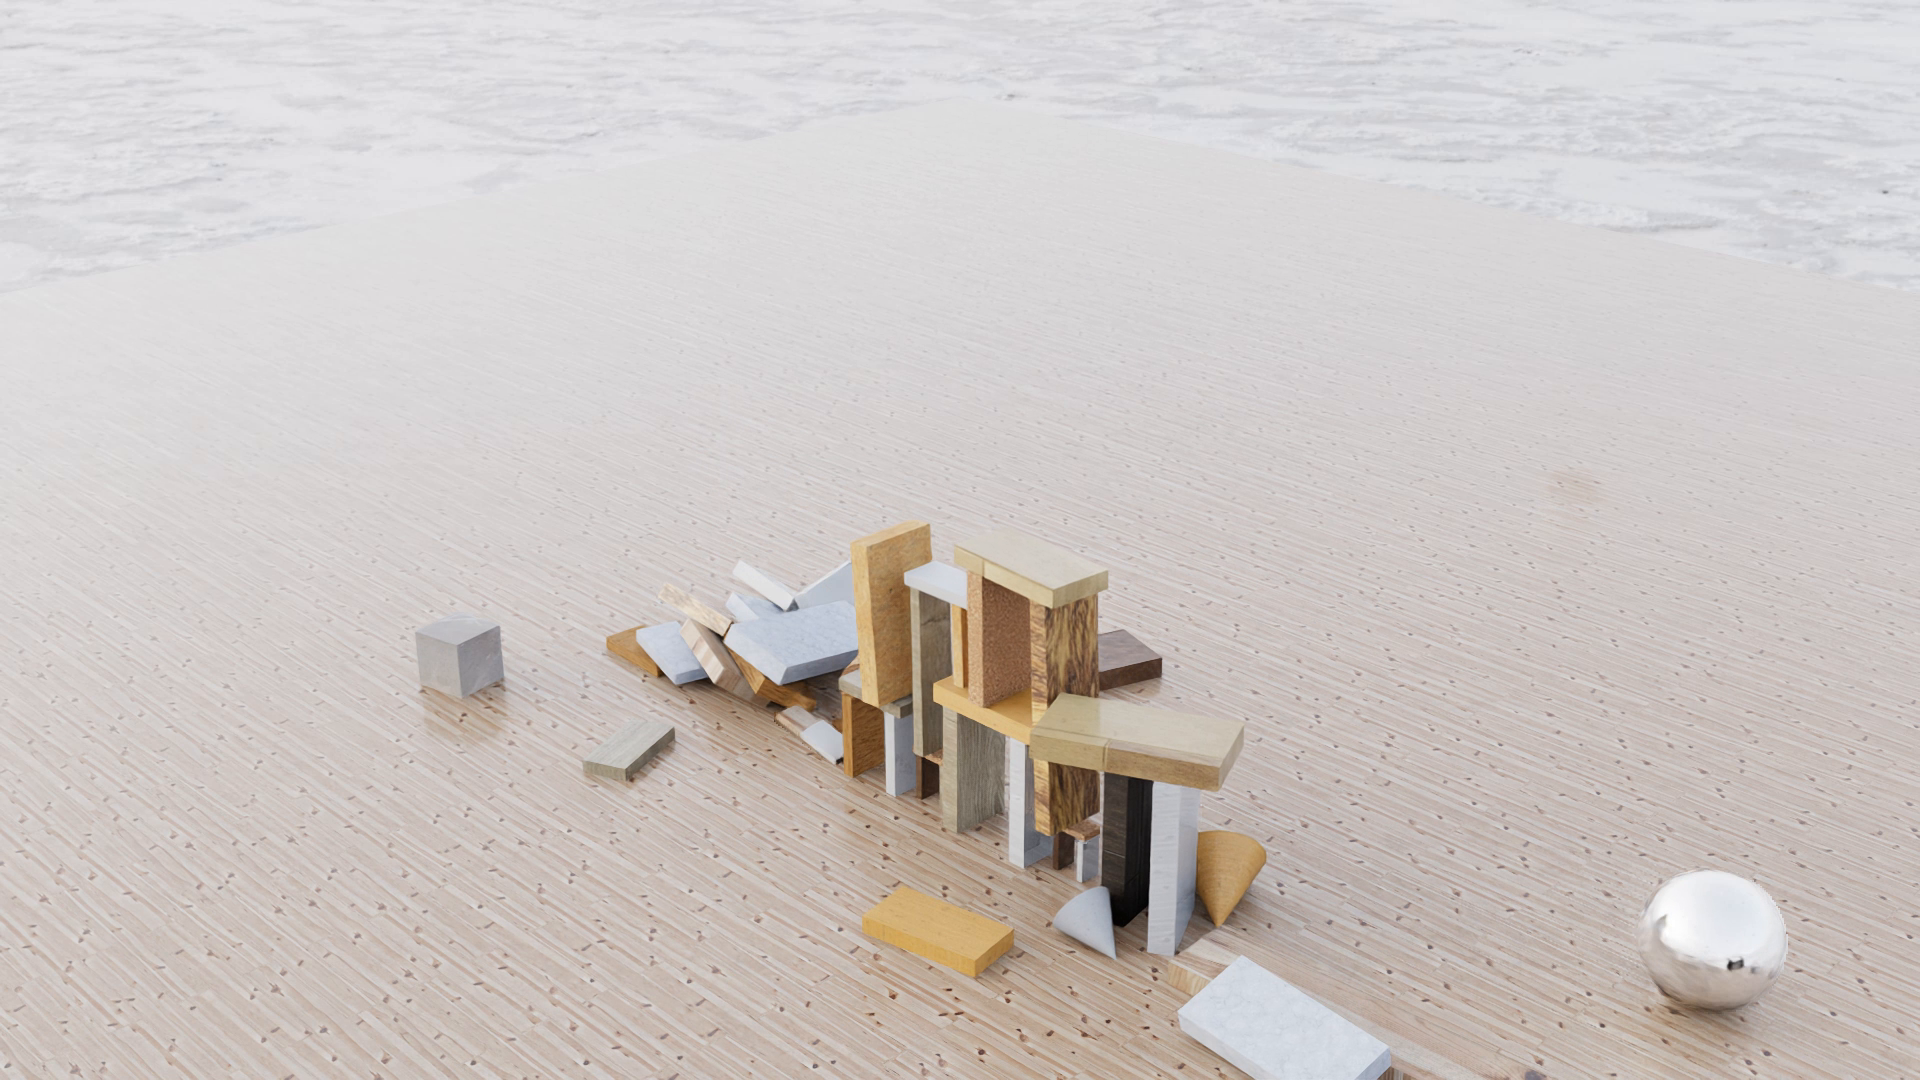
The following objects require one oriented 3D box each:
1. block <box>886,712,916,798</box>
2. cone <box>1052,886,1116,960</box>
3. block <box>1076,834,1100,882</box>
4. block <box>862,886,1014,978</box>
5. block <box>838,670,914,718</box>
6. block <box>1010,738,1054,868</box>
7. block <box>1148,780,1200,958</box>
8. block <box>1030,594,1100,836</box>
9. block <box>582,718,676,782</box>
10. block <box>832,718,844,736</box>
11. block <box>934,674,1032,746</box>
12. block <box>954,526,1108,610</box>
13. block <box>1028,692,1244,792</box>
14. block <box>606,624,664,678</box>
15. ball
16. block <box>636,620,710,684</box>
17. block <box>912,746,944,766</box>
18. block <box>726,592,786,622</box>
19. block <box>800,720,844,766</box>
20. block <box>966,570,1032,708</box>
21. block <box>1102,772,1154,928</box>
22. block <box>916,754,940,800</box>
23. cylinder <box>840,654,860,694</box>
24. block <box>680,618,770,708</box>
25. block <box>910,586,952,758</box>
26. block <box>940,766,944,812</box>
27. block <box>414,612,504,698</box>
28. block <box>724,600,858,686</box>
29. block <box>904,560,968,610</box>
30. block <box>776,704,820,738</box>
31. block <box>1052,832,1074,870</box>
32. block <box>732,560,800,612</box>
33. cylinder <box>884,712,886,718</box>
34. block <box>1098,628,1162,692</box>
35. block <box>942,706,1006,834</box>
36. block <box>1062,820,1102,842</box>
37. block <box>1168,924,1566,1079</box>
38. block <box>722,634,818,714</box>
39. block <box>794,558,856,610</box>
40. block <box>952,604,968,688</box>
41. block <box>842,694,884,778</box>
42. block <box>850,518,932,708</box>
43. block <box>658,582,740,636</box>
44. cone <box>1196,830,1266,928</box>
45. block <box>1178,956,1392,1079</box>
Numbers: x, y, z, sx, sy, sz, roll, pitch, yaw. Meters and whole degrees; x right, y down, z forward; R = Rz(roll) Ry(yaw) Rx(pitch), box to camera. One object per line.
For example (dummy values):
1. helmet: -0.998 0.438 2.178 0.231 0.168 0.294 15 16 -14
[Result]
1. block: -0.110 0.426 4.519 0.093 0.186 0.026 -21 31 -40
2. cone: 0.252 0.717 4.001 0.122 0.122 0.122 -15 54 -31
3. block: 0.245 0.606 4.213 0.046 0.093 0.013 -21 31 -41
4. block: -0.041 0.715 4.029 0.252 0.036 0.126 15 27 32
5. block: -0.152 0.310 4.519 0.093 0.026 0.186 -21 31 -40
6. block: 0.158 0.487 4.264 0.039 0.274 0.137 21 31 41
7. block: 0.390 0.559 3.995 0.049 0.349 0.175 7 24 17
8. block: 0.199 0.313 4.132 0.138 0.482 0.039 -20 27 -39
9. block: -0.703 0.444 4.676 0.103 0.029 0.206 9 25 21
10. block: -0.231 0.418 4.754 0.059 0.017 0.119 -7 24 -15
11. block: 0.093 0.317 4.263 0.137 0.039 0.274 -21 31 -40
12. block: 0.131 0.049 4.088 0.138 0.039 0.275 -18 29 -36
13. block: 0.318 0.361 3.953 0.349 0.049 0.175 8 24 19
14. block: -0.722 0.257 5.117 0.103 0.029 0.206 -19 30 -38
15. ball: 1.302 0.693 3.815 0.244 0.244 0.244 0 23 0
16. block: -0.651 0.258 5.040 0.103 0.029 0.206 -13 34 -30
17. block: -0.042 0.432 4.461 0.103 0.015 0.051 21 31 41
18. block: -0.422 0.211 5.096 0.132 0.037 0.265 17 16 -42
19. block: -0.279 0.431 4.685 0.059 0.017 0.119 -29 44 -30
20. block: 0.077 0.171 4.205 0.138 0.275 0.039 -21 30 -41
21. block: 0.330 0.523 4.080 0.049 0.349 0.175 15 27 31
22. block: -0.066 0.477 4.506 0.015 0.103 0.051 21 31 41
23. cylinder: -0.189 0.304 4.890 0.121 0.121 0.121 8 24 18
24. block: -0.528 0.276 4.962 0.141 0.040 0.283 30 7 -31
25. block: -0.056 0.253 4.395 0.024 0.367 0.086 20 30 41
26. block: -0.018 0.496 4.461 0.015 0.103 0.051 21 31 41
27. block: -1.133 0.259 4.981 0.132 0.132 0.132 15 27 31
28. block: -0.333 0.229 4.975 0.171 0.049 0.420 35 24 25
29. block: -0.018 0.087 4.284 0.172 0.024 0.086 21 31 40
30. block: -0.335 0.402 4.763 0.059 0.017 0.119 -21 42 -41
31. block: 0.201 0.589 4.254 0.046 0.093 0.013 -21 31 -41
32. block: -0.429 0.134 5.304 0.132 0.037 0.265 31 -1 -40
33. cylinder: -0.087 0.353 4.726 0.158 0.158 0.158 -4 23 -9
34. block: 0.269 0.290 5.014 0.343 0.049 0.171 -11 25 -25
35. block: 0.029 0.436 4.383 0.039 0.274 0.137 21 31 41
36. block: 0.221 0.548 4.212 0.046 0.013 0.093 -20 28 -38
37. block: 0.692 0.837 3.729 0.724 0.046 0.162 19 30 38
38. block: -0.427 0.293 4.927 0.141 0.040 0.283 27 10 -29
39. block: -0.285 0.142 5.254 0.037 0.132 0.265 -19 10 35
40. block: 0.026 0.194 4.282 0.086 0.172 0.024 -21 29 -41
41. block: -0.202 0.395 4.592 0.026 0.186 0.093 20 30 39
42. block: -0.129 0.147 4.428 0.171 0.343 0.049 -21 26 -40
43. block: -0.577 0.186 5.173 0.283 0.040 0.141 26 -3 46
44. cone: 0.487 0.659 4.112 0.166 0.166 0.166 3 50 8
45. block: 0.538 0.831 3.670 0.162 0.046 0.325 -35 40 -27
